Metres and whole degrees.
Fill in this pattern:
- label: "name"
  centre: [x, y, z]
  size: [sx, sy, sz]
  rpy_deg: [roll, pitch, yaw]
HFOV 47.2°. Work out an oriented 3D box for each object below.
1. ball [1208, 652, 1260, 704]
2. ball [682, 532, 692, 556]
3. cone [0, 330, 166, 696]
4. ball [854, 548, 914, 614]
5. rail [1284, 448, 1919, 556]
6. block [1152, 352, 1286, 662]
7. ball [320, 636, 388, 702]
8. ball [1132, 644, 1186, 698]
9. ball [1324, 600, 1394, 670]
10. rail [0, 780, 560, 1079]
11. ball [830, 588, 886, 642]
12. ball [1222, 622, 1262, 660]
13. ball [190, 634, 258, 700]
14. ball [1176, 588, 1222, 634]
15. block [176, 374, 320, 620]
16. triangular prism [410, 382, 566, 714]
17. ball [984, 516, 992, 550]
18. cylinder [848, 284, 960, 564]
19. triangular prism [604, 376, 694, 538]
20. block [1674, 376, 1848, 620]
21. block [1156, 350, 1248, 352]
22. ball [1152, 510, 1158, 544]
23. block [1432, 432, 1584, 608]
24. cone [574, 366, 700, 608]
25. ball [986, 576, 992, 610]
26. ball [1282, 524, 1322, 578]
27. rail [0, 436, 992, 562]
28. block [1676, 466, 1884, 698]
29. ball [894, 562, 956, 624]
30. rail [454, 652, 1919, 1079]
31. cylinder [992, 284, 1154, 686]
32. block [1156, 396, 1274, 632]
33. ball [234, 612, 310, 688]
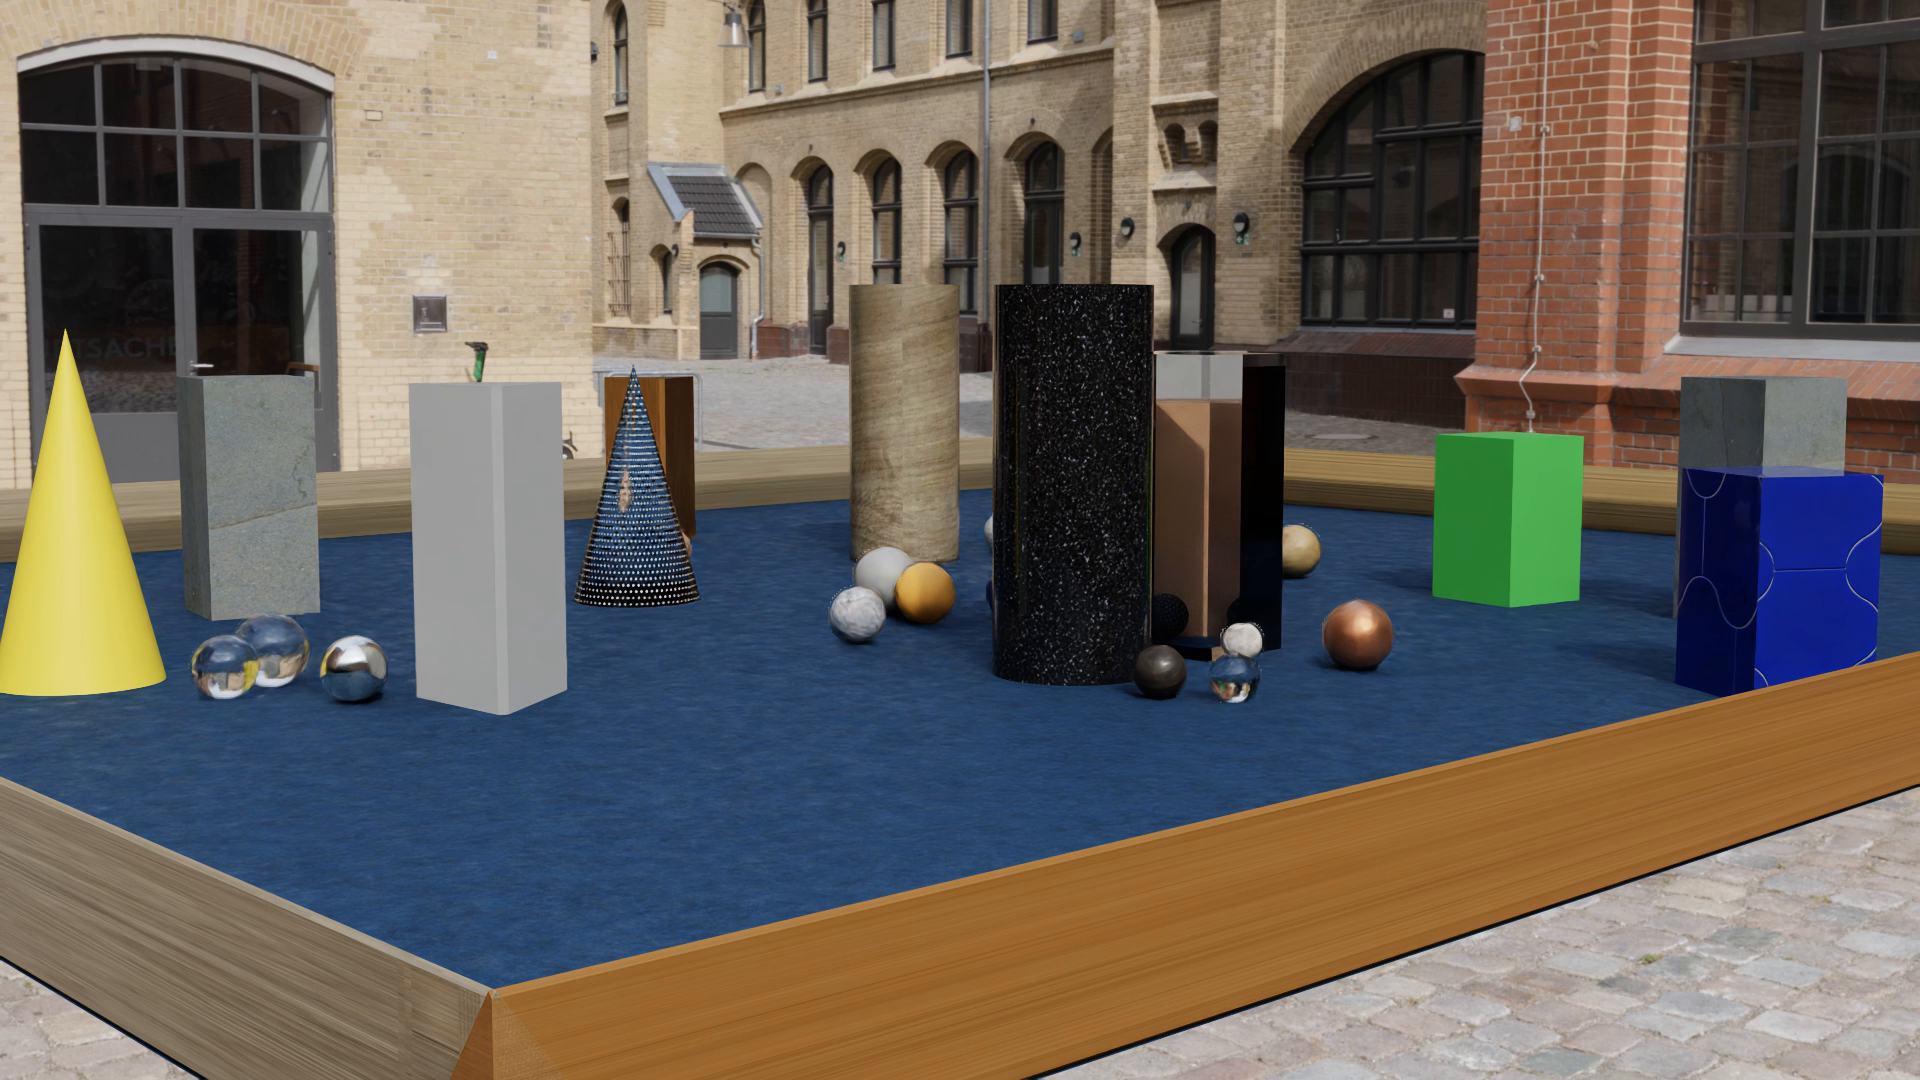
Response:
- label: "ball"
  centre: [0.312, 0.156, 2.497]
  size: [0.058, 0.058, 0.058]
  rpy_deg: [0, 6, 0]
- label: "ball"
  centre: [-0.494, 0.017, 3.741]
  size: [0.076, 0.076, 0.076]
  rpy_deg: [0, 6, 0]
- label: "cone"
  centre: [-1.057, -0.040, 2.621]
  size: [0.196, 0.423, 0.196]
  rpy_deg: [0, 6, 0]
- label: "ball"
  centre: [-0.108, 0.059, 3.232]
  size: [0.098, 0.098, 0.098]
  rpy_deg: [0, 6, 0]
- label: "rail"
  centre: [1.255, -0.087, 4.483]
  size: [0.045, 0.127, 3.109]
  rpy_deg: [-5, 8, -42]
- label: "block"
  centre: [0.313, -0.050, 2.879]
  size: [0.157, 0.388, 0.157]
  rpy_deg: [6, 8, 44]
- label: "ball"
  centre: [-0.689, 0.147, 2.502]
  size: [0.076, 0.076, 0.076]
  rpy_deg: [0, 6, 0]
- label: "ball"
  centre: [0.230, 0.151, 2.528]
  size: [0.062, 0.062, 0.062]
  rpy_deg: [0, 6, 0]
- label: "ball"
  centre: [0.494, 0.118, 2.726]
  size: [0.087, 0.087, 0.087]
  rpy_deg: [0, 6, 0]
- label: "rail"
  centre: [-1.255, 0.154, 2.181]
  size: [0.045, 0.127, 3.109]
  rpy_deg: [-5, 8, -42]
- label: "ball"
  centre: [-0.137, 0.100, 2.950]
  size: [0.075, 0.075, 0.075]
  rpy_deg: [0, 6, 0]
- label: "ball"
  centre: [0.357, 0.129, 2.787]
  size: [0.051, 0.051, 0.051]
  rpy_deg: [0, 6, 0]
- label: "ball"
  centre: [-0.842, 0.146, 2.521]
  size: [0.074, 0.074, 0.074]
  rpy_deg: [0, 6, 0]
- label: "ball"
  centre: [0.330, 0.098, 3.032]
  size: [0.063, 0.063, 0.063]
  rpy_deg: [0, 6, 0]
- label: "block"
  centre: [-1.052, -0.067, 3.250]
  size: [0.157, 0.347, 0.157]
  rpy_deg: [-4, 7, -33]
- label: "triangular prism"
  centre: [-0.515, 0.001, 2.518]
  size: [0.170, 0.361, 0.147]
  rpy_deg: [6, 8, 43]
- label: "ball"
  centre: [0.081, -0.013, 4.023]
  size: [0.077, 0.077, 0.077]
  rpy_deg: [0, 6, 0]
- label: "cylinder"
  centre: [-0.099, -0.207, 3.906]
  size: [0.196, 0.488, 0.196]
  rpy_deg: [0, 6, 0]
- label: "triangular prism"
  centre: [-0.573, -0.157, 4.255]
  size: [0.170, 0.316, 0.147]
  rpy_deg: [5, 8, 42]
- label: "block"
  centre: [1.136, -0.056, 3.127]
  size: [0.157, 0.349, 0.157]
  rpy_deg: [-3, 7, -26]
- label: "block"
  centre: [0.459, -0.183, 4.268]
  size: [0.157, 0.365, 0.157]
  rpy_deg: [2, 6, 22]
- label: "ball"
  centre: [0.384, -0.025, 4.195]
  size: [0.065, 0.065, 0.065]
  rpy_deg: [0, 6, 0]
- label: "block"
  centre: [0.845, -0.035, 3.395]
  size: [0.157, 0.253, 0.157]
  rpy_deg: [-4, 7, -34]
- label: "cone"
  centre: [-0.499, -0.089, 3.379]
  size: [0.196, 0.363, 0.196]
  rpy_deg: [0, 6, 0]
- label: "ball"
  centre: [0.075, 0.076, 3.172]
  size: [0.077, 0.077, 0.077]
  rpy_deg: [0, 6, 0]
- label: "ball"
  centre: [0.558, 0.019, 3.666]
  size: [0.088, 0.088, 0.088]
  rpy_deg: [0, 6, 0]
- label: "rail"
  centre: [-1.038, -0.084, 4.451]
  size: [3.461, 0.127, 0.045]
  rpy_deg: [-5, 8, -42]
- label: "block"
  centre: [0.950, 0.049, 2.557]
  size: [0.157, 0.258, 0.157]
  rpy_deg: [-2, 6, -14]
- label: "ball"
  centre: [-0.050, 0.076, 3.130]
  size: [0.087, 0.087, 0.087]
  rpy_deg: [0, 6, 0]
- label: "rail"
  centre: [1.038, 0.150, 2.213]
  size: [3.461, 0.127, 0.045]
  rpy_deg: [-5, 8, -42]
- label: "cylinder"
  centre: [0.137, -0.073, 2.685]
  size: [0.196, 0.474, 0.196]
  rpy_deg: [0, 6, 0]
- label: "block"
  centre: [0.360, -0.041, 3.126]
  size: [0.157, 0.319, 0.157]
  rpy_deg: [1, 6, 5]
- label: "ball"
  centre: [-0.814, 0.130, 2.597]
  size: [0.089, 0.089, 0.089]
  rpy_deg: [0, 6, 0]
